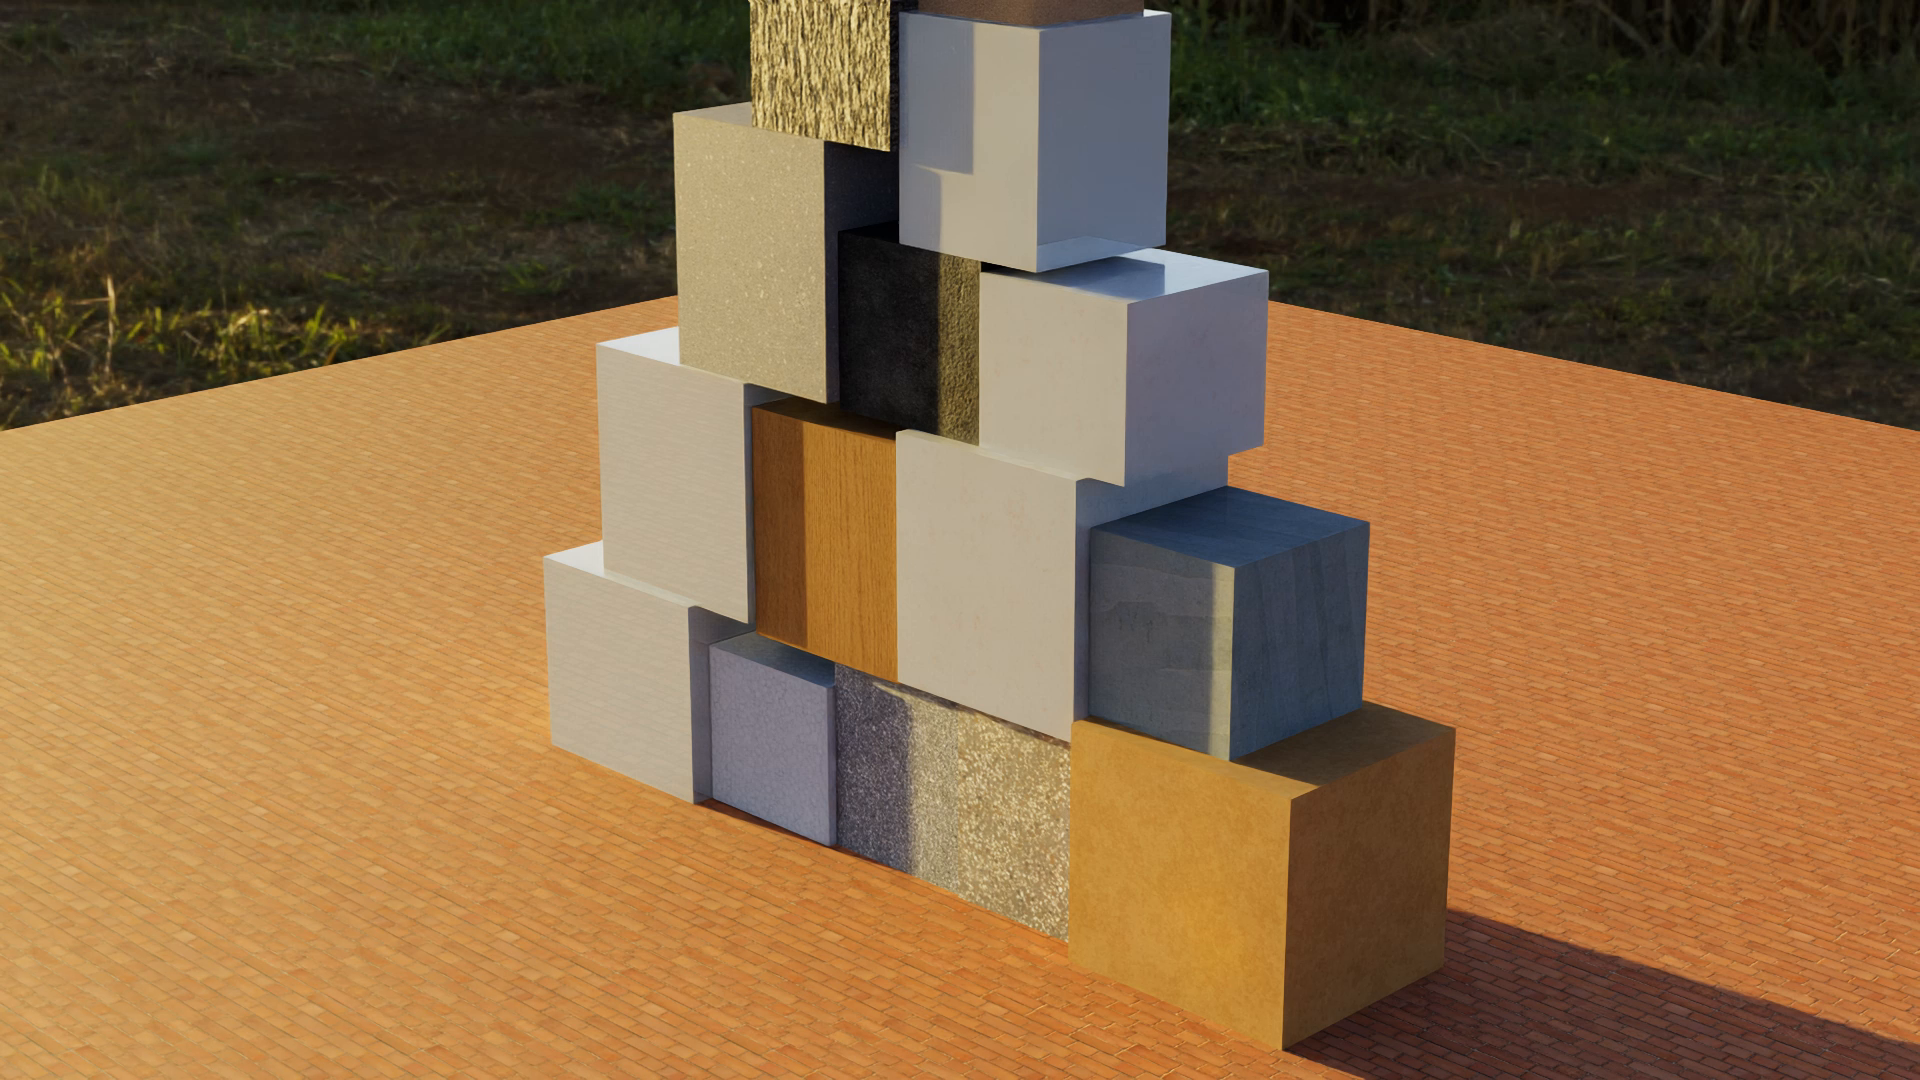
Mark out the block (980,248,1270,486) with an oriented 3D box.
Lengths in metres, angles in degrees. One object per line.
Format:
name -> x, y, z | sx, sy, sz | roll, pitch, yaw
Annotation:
block -> 0.690, -0.761, 12.402 | 0.890, 0.761, 0.830 | -17, 24, -42

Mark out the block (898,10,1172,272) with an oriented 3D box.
block -> 0.314, -1.743, 12.454 | 0.805, 0.989, 0.812 | -17, 24, -42

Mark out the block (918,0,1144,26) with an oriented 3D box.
block -> 0.301, -2.544, 12.236 | 0.677, 0.669, 0.665 | -17, 24, -42

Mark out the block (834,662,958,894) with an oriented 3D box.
block -> 0.006, 0.976, 13.653 | 0.836, 0.951, 0.813 | -17, 24, -42

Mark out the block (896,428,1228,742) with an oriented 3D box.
block -> 0.443, 0.092, 12.880 | 0.972, 1.154, 1.065 | -17, 24, -42

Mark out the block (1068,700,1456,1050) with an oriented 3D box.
block -> 1.266, 1.296, 12.404 | 1.091, 1.090, 1.174 | -17, 24, -42

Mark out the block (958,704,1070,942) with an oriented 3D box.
block -> 0.579, 1.137, 13.103 | 0.872, 0.974, 0.788 | -17, 24, -42

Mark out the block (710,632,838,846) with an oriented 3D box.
block -> -0.585, 0.875, 14.238 | 0.920, 0.793, 0.837 | -17, 24, -42

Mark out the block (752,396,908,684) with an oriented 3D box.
block -> -0.281, -0.081, 13.592 | 0.935, 1.103, 0.973 | -17, 24, -42

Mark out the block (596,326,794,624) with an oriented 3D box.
block -> -1.012, -0.384, 14.261 | 1.019, 1.160, 1.079 | -17, 24, -42

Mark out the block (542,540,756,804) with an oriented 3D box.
block -> -1.305, 0.567, 14.858 | 1.103, 1.009, 1.128 | -17, 24, -42

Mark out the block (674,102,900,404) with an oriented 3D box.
block -> -0.616, -1.377, 13.535 | 0.950, 1.177, 1.016 | -17, 24, -42

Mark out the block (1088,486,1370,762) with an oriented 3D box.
block -> 1.124, 0.329, 12.291 | 0.877, 0.822, 0.773 | -17, 24, -42

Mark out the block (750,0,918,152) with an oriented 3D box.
block -> -0.290, -2.212, 12.931 | 0.903, 0.781, 0.887 | -17, 24, -42

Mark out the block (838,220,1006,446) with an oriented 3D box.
block -> 0.075, -0.966, 12.978 | 0.848, 0.806, 0.884 | -17, 24, -42
